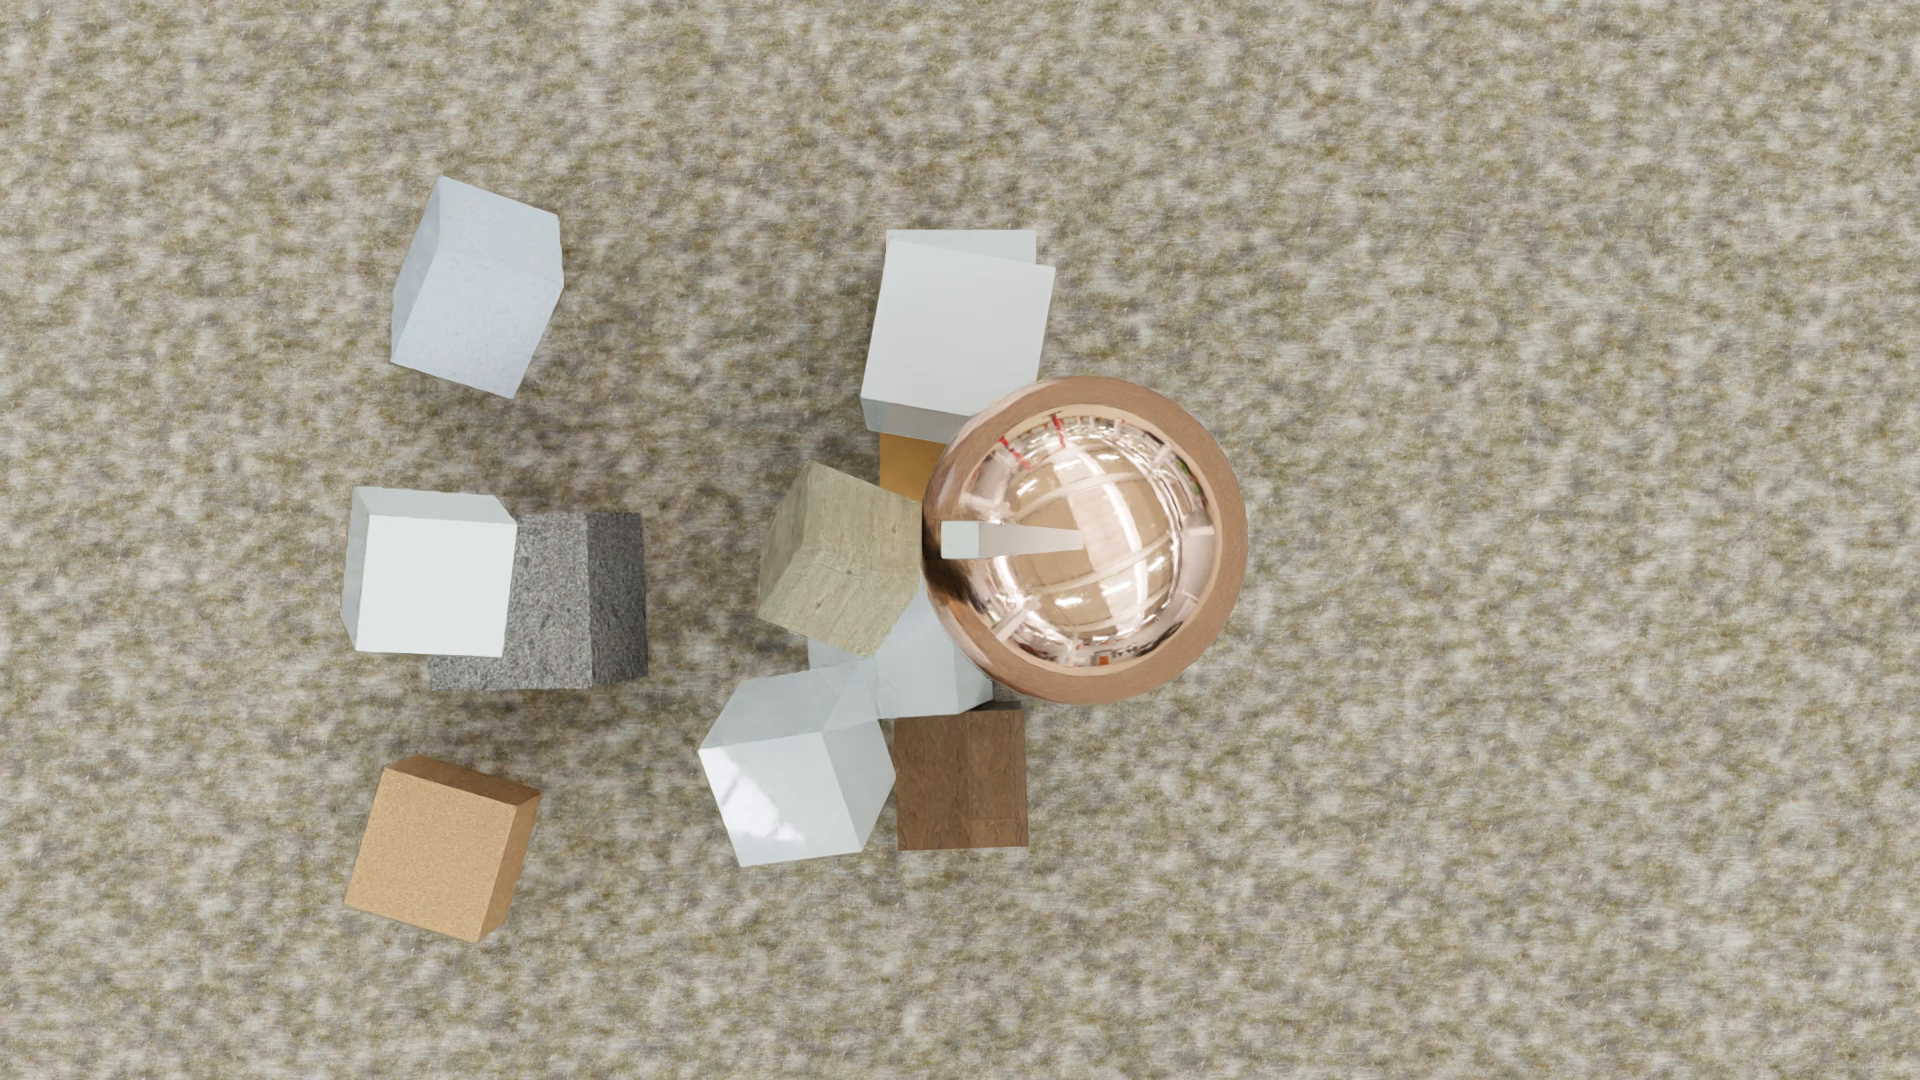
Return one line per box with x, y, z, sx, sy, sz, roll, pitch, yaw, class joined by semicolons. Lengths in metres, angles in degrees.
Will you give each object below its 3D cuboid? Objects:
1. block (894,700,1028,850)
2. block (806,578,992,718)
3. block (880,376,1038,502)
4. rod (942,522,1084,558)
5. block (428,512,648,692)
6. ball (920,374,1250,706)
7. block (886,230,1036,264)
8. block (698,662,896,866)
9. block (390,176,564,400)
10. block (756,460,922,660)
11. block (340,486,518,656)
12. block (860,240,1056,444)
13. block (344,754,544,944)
0.006;1.344;12.652;0.733;0.695;0.766;-2;90;0;block
-0.343;0.500;12.459;0.820;0.928;0.934;-5;90;12;block
-0.005;-0.467;12.550;0.873;0.897;0.918;0;90;0;block
0.256;0.000;7.243;0.080;5.200;0.080;0;90;6;rod
-2.381;0.337;12.449;0.936;0.950;0.951;-2;90;10;block
0.590;0.000;10.626;1.600;1.600;1.600;0;90;0;ball
0.007;-1.323;12.584;0.826;0.831;0.785;0;90;0;block
-0.856;1.199;11.775;0.699;0.746;0.726;-10;112;18;block
-2.718;-1.420;12.359;0.703;0.799;0.786;17;121;-24;block
-0.559;0.092;10.319;0.588;0.594;0.516;21;128;-17;block
-2.760;0.159;11.389;0.735;0.633;0.704;4;103;-24;block
-0.008;-0.997;11.646;0.862;0.921;0.837;10;83;1;block
-2.944;1.754;12.614;0.772;0.773;0.793;16;90;0;block
